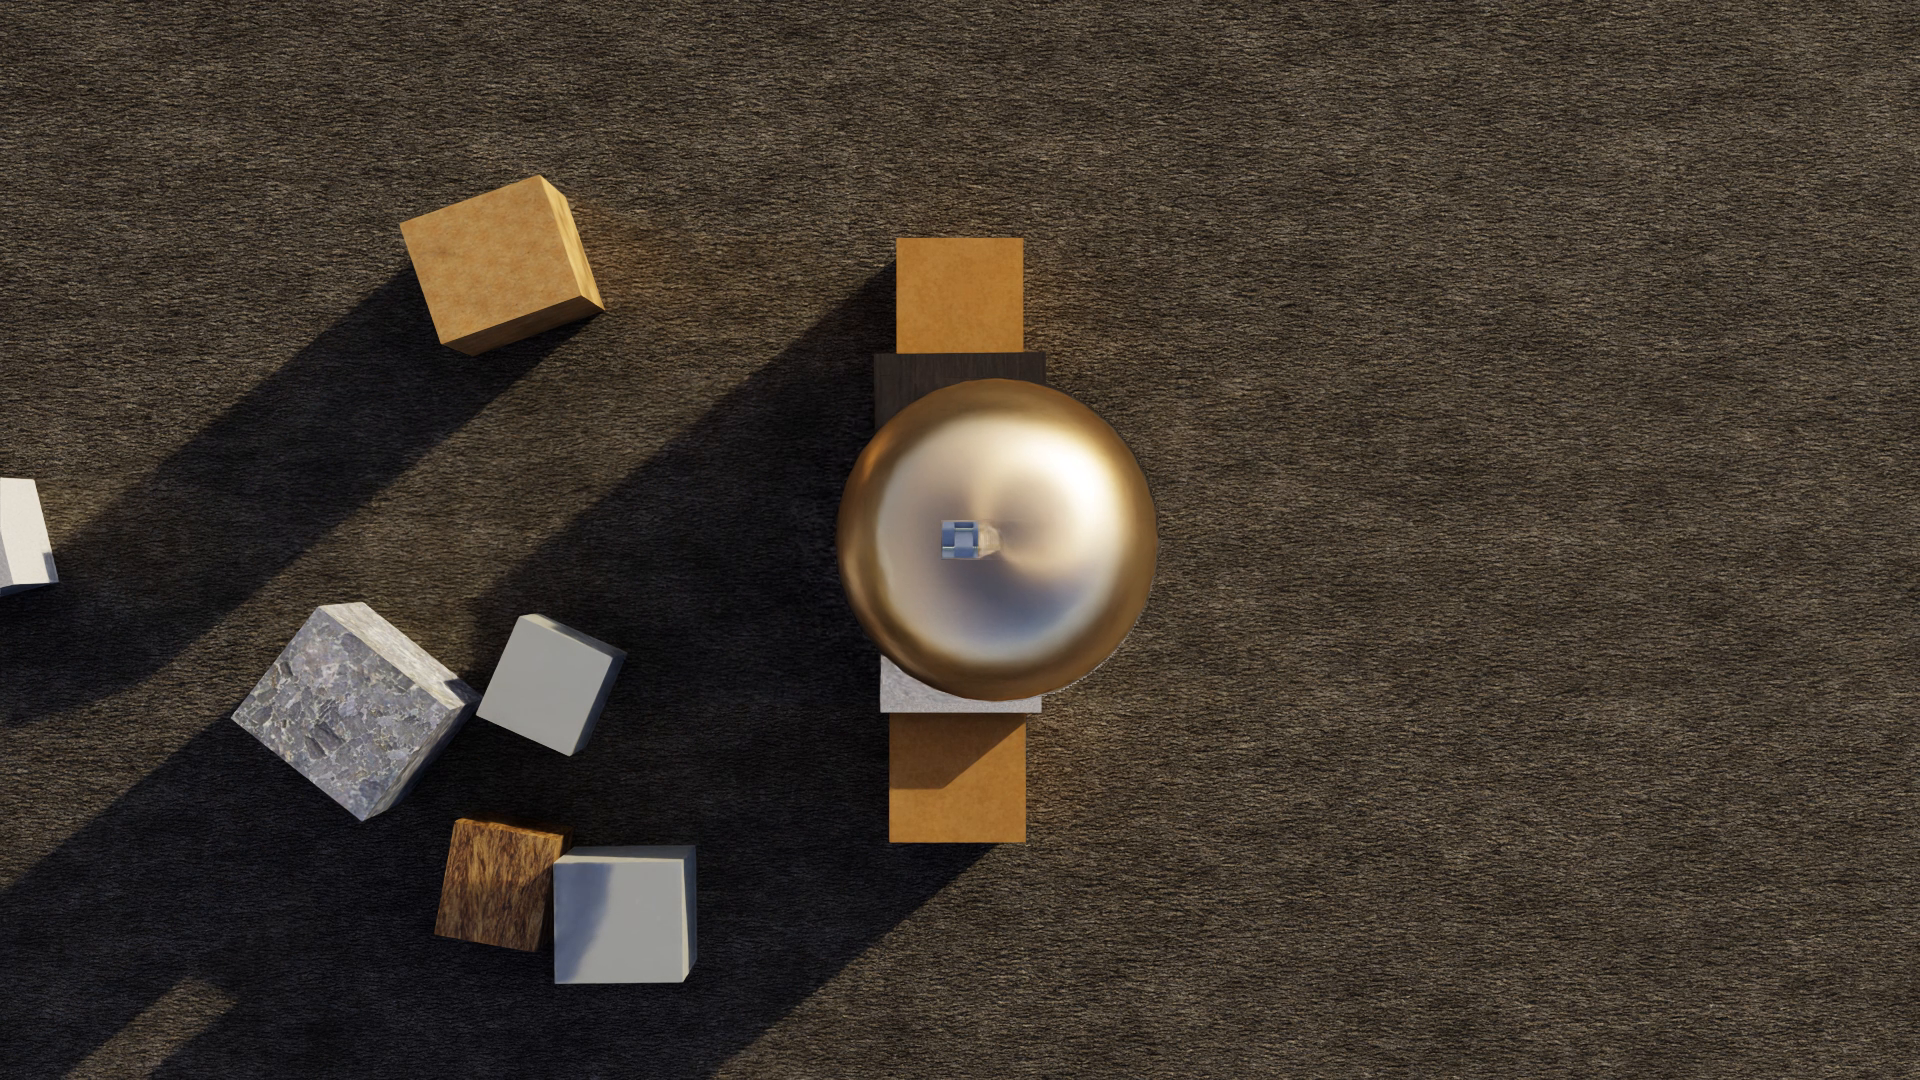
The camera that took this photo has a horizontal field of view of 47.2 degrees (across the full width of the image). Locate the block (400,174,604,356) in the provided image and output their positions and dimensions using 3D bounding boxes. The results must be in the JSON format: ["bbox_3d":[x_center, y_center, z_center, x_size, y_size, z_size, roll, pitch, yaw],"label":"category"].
[{"bbox_3d":[-2.605,-1.556,12.598,0.825,0.805,0.709,-19,90,0],"label":"block"}]

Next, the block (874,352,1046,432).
[{"bbox_3d":[0.004,-0.525,12.501,0.940,0.997,0.993,-1,90,0],"label":"block"}]

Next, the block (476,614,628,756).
[{"bbox_3d":[-2.352,0.828,12.720,0.580,0.561,0.610,24,90,0],"label":"block"}]

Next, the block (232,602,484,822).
[{"bbox_3d":[-3.412,0.957,12.552,0.922,0.895,0.782,38,90,0],"label":"block"}]

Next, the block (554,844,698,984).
[{"bbox_3d":[-1.916,2.145,12.664,0.718,0.672,0.676,-1,90,0],"label":"block"}]

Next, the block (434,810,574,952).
[{"bbox_3d":[-2.625,1.963,12.714,0.587,0.572,0.647,10,90,0],"label":"block"}]

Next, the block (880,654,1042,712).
[{"bbox_3d":[0.006,0.469,12.544,0.884,0.913,0.958,0,90,0],"label":"block"}]

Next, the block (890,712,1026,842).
[{"bbox_3d":[-0.014,1.320,12.624,0.759,0.752,0.729,0,90,0],"label":"block"}]

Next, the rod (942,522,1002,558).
[{"bbox_3d":[0.078,0.000,7.476,0.080,5.200,0.080,0,90,2],"label":"rod"}]

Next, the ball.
[{"bbox_3d":[0.180,0.000,10.875,1.600,1.600,1.600,0,90,0],"label":"ball"}]

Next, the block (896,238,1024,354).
[{"bbox_3d":[0.000,-1.355,12.628,0.706,0.745,0.657,0,90,0],"label":"block"}]

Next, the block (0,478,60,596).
[{"bbox_3d":[-5.716,0.025,12.686,0.653,0.628,0.624,-14,90,0],"label":"block"}]
